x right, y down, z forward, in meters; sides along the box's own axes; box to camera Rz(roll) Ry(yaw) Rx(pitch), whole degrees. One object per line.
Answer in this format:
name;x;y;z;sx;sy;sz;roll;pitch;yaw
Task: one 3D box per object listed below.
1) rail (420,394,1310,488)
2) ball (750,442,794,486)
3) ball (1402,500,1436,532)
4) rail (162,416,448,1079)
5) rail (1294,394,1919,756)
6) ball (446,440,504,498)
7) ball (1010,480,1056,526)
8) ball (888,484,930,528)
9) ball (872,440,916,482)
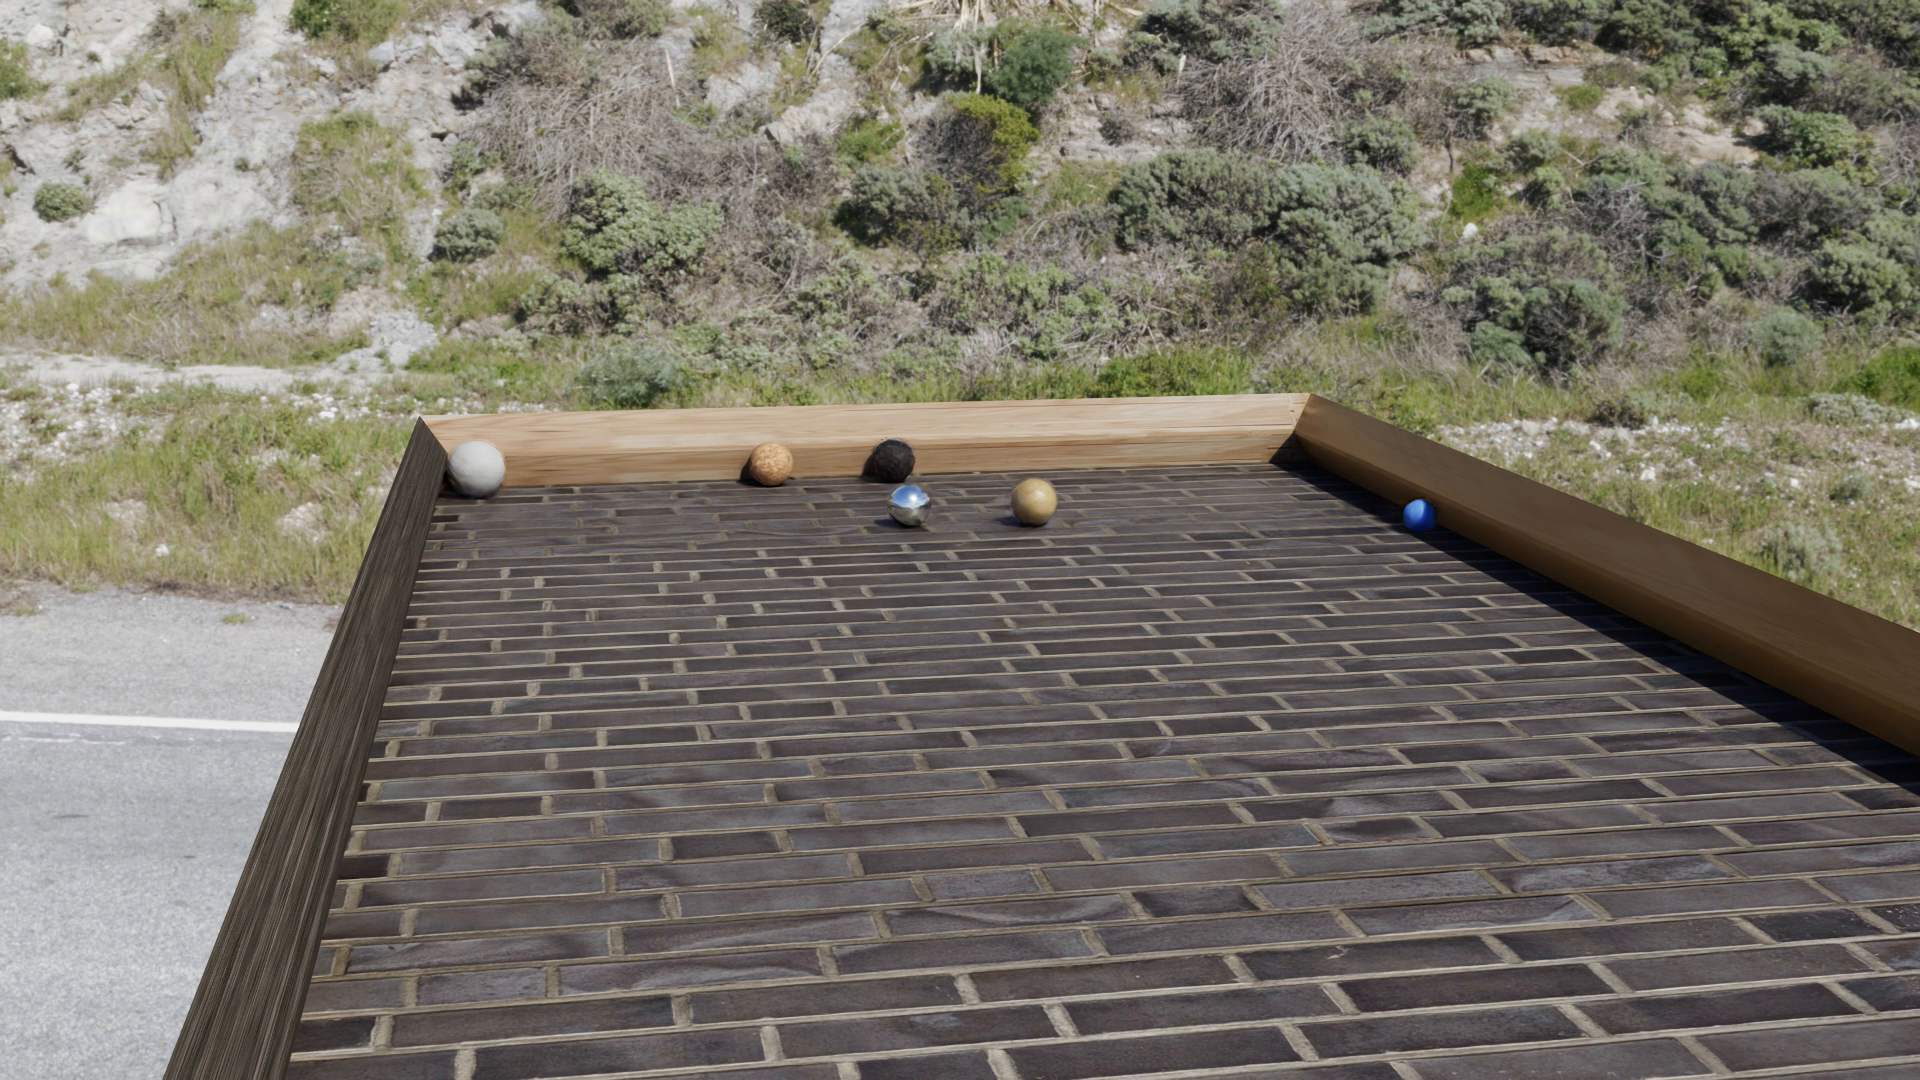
rail;-0.127;-0.164;3.657;1.504;0.118;0.045;-2;12;-10
ball;-0.307;-0.124;3.578;0.072;0.072;0.072;0;12;0
ball;0.668;-0.035;3.200;0.048;0.048;0.048;0;12;0
rail;-0.585;0.141;2.161;0.045;0.118;2.884;-2;12;-10
rail;0.848;0.088;2.421;0.045;0.118;2.884;-2;12;-10
ball;-0.765;-0.112;3.473;0.091;0.091;0.091;0;12;0
ball;0.109;-0.056;3.253;0.068;0.068;0.068;0;12;0
ball;-0.075;-0.050;3.242;0.063;0.063;0.063;0;12;0
ball;-0.109;-0.131;3.615;0.070;0.070;0.070;0;12;0
